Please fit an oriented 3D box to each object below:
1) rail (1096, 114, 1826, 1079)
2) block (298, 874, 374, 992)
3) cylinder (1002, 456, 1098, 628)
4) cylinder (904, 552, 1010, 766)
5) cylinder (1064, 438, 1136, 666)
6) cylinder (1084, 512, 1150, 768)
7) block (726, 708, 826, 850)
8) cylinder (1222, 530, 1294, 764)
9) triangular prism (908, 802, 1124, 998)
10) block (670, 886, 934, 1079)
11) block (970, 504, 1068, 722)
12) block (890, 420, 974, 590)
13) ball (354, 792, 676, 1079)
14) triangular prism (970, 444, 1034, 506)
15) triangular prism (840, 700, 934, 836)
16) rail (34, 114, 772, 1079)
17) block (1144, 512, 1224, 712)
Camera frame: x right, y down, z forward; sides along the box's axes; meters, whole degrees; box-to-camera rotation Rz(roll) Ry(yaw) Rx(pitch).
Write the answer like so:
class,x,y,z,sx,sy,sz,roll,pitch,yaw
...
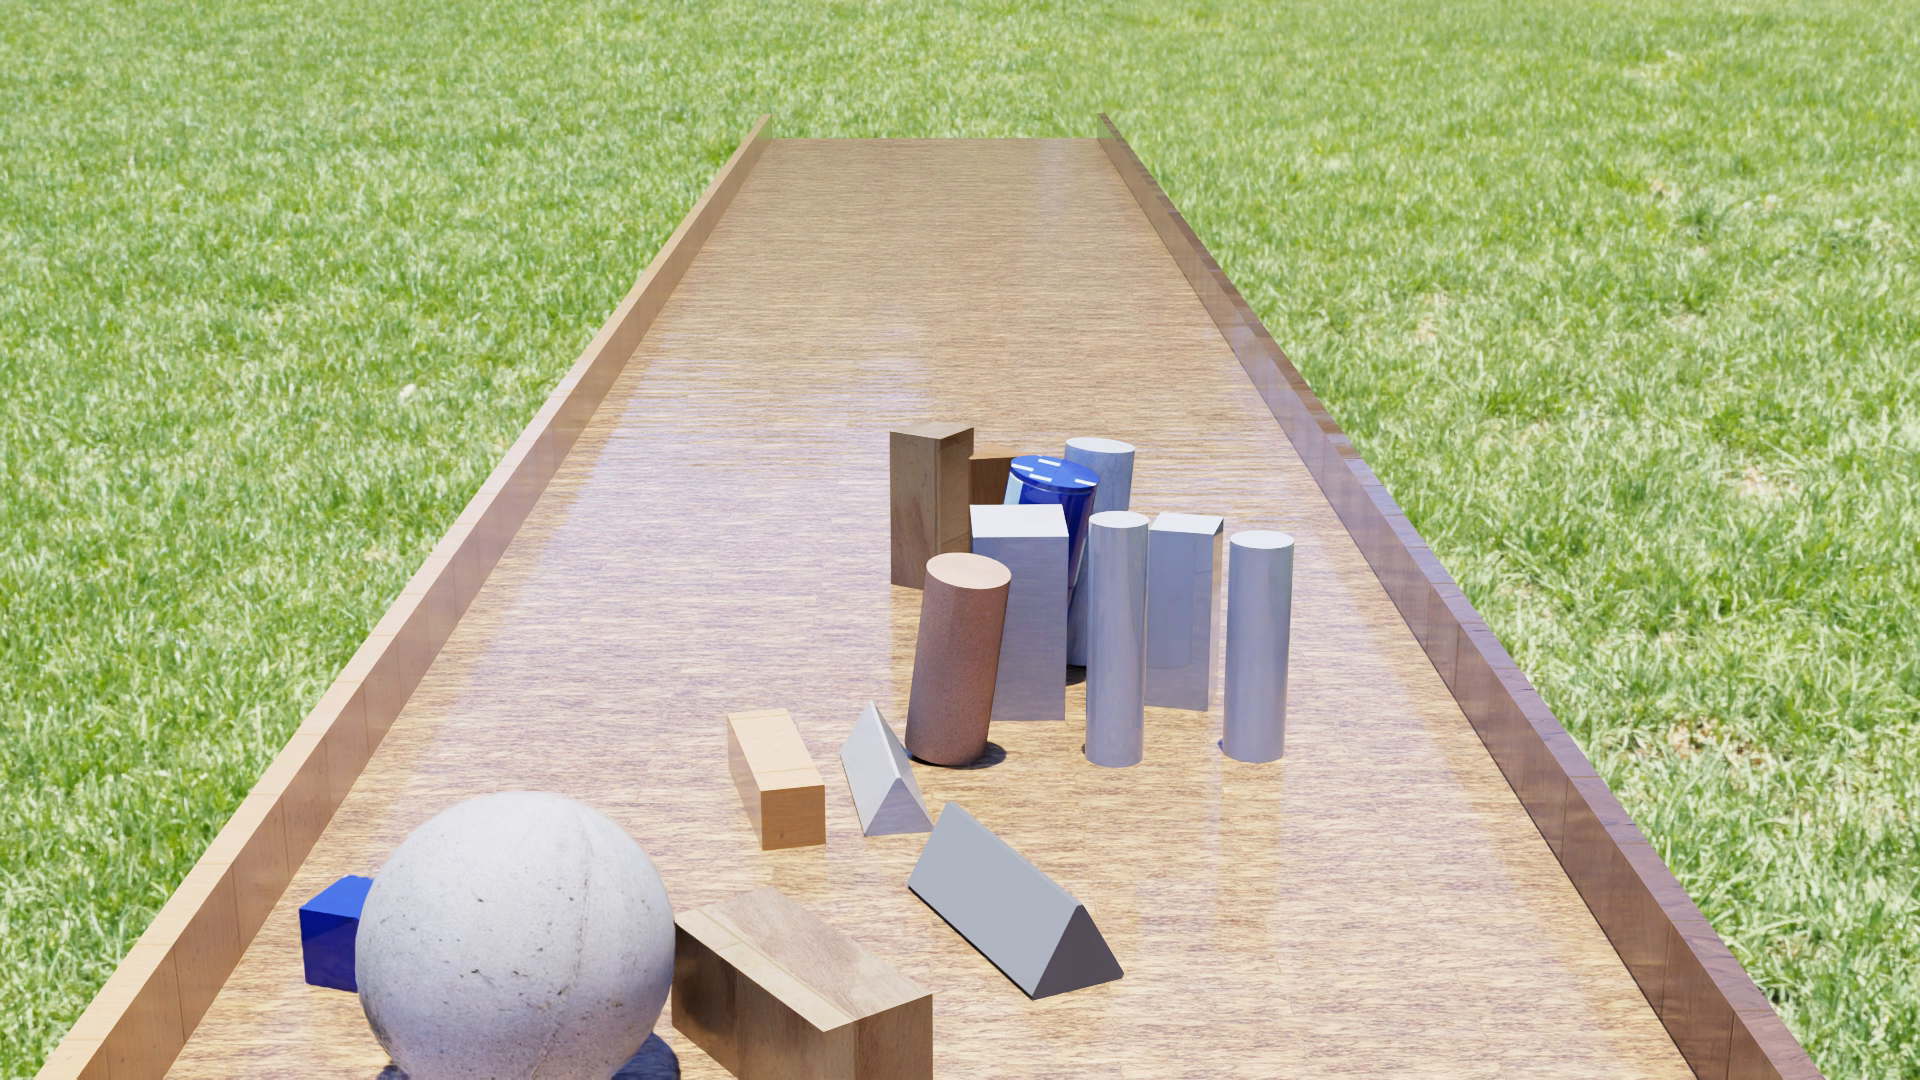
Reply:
class,x,y,z,sx,sy,sz,roll,pitch,yaw
rail,0.932,-0.844,7.801,0.050,0.150,12.000,0,17,-1
block,-0.744,0.572,3.097,0.346,0.117,0.117,5,17,18
cylinder,0.144,0.058,4.268,0.172,0.410,0.172,10,20,-4
cylinder,-0.006,0.210,3.878,0.148,0.346,0.148,6,23,-3
cylinder,0.257,0.023,4.369,0.137,0.434,0.137,5,14,-1
cylinder,0.275,0.175,3.864,0.104,0.441,0.104,0,17,0
block,-0.312,0.398,3.704,0.104,0.104,0.355,-4,17,-14
cylinder,0.527,0.189,3.894,0.111,0.397,0.111,0,17,0
triangular prism,0.076,0.517,3.252,0.148,0.128,0.405,-8,18,-26
block,-0.213,0.615,2.875,0.163,0.163,0.383,-12,20,-35
block,0.107,0.136,4.111,0.173,0.366,0.173,0,20,-2
block,-0.062,-0.075,4.866,0.133,0.350,0.133,10,20,31
ball,-0.560,0.519,2.781,0.399,0.399,0.399,0,17,0
triangular prism,0.075,-0.014,4.642,0.139,0.361,0.120,-4,17,-12
triangular prism,-0.129,0.382,3.759,0.114,0.098,0.358,-3,17,-9
rail,-1.118,-0.838,7.780,0.050,0.150,12.000,0,17,-1
block,0.424,0.135,4.161,0.120,0.348,0.120,4,17,15
